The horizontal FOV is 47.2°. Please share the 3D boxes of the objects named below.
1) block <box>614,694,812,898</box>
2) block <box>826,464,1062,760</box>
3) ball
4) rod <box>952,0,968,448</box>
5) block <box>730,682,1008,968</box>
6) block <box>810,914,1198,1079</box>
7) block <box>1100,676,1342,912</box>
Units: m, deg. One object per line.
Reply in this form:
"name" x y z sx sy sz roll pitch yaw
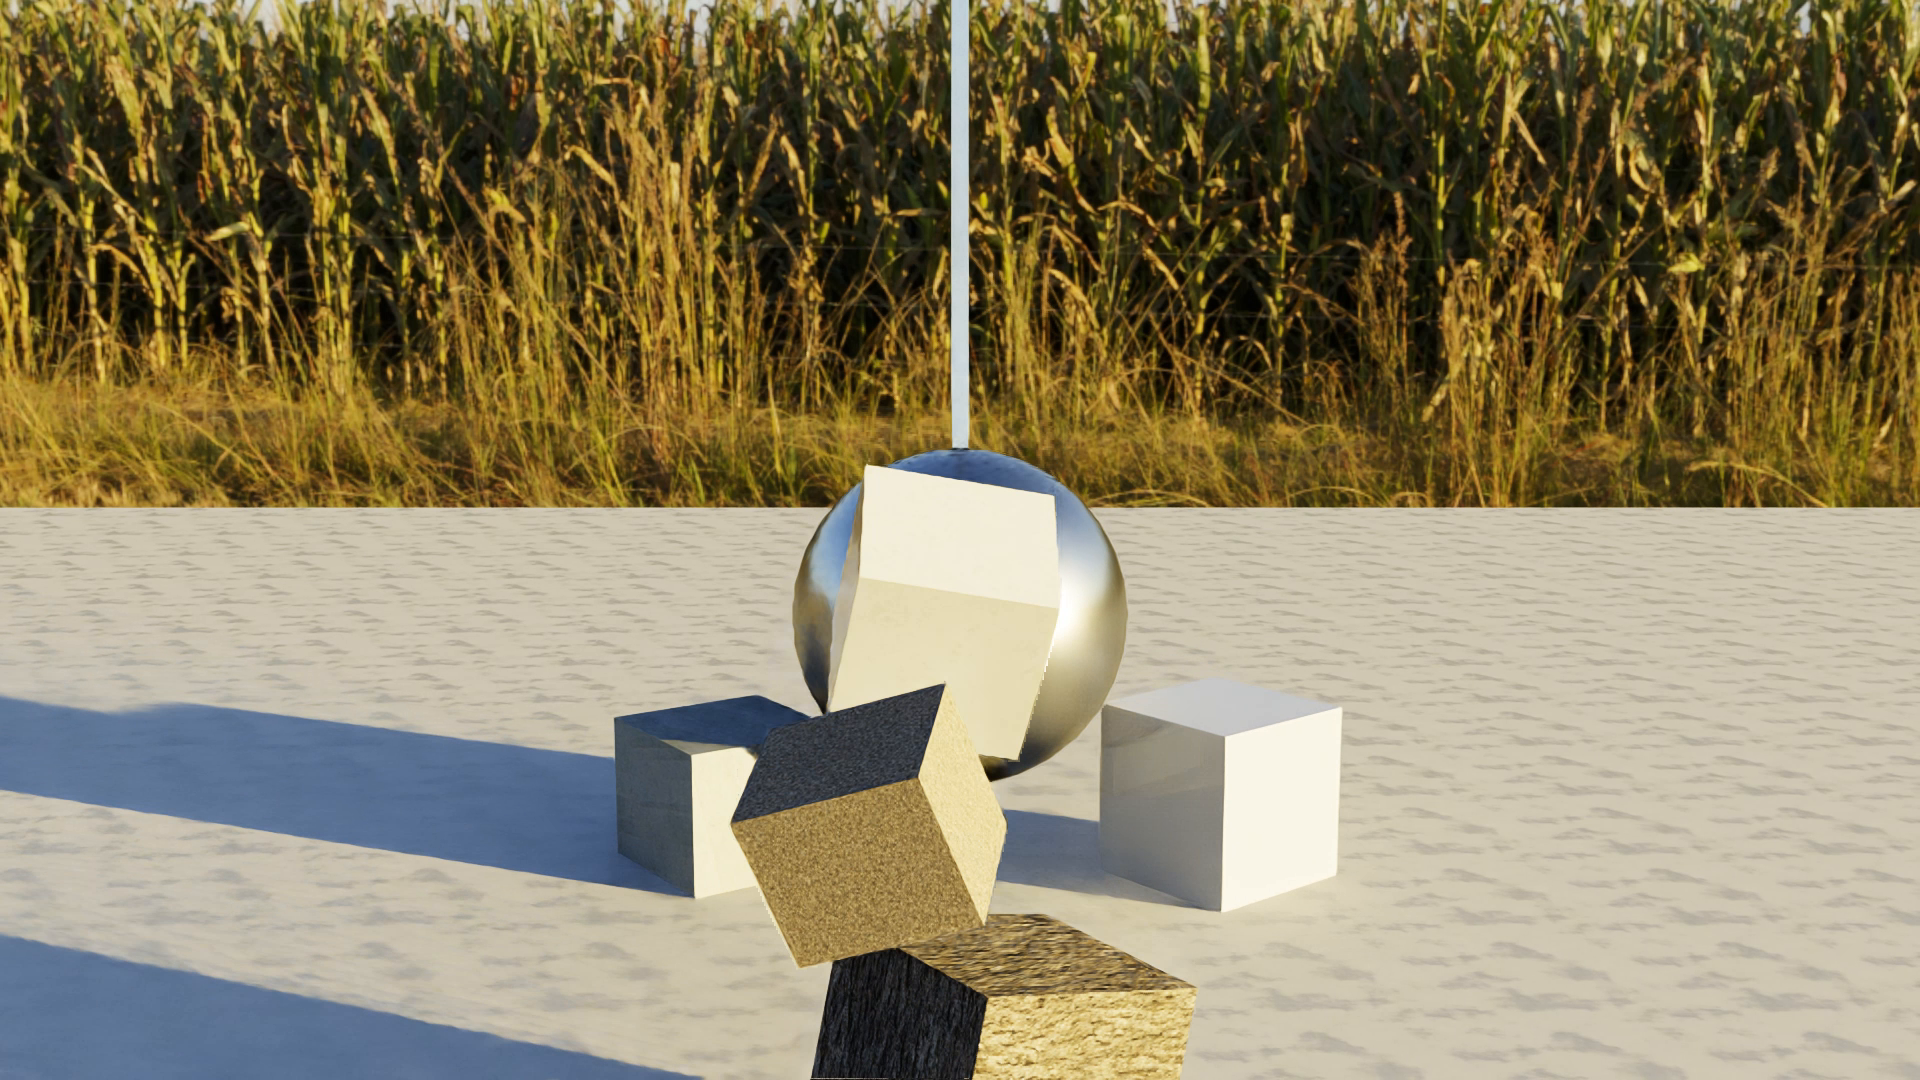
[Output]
"block" -1.142 1.238 10.808 0.809 0.696 0.827 -7 12 -34
"block" -0.069 0.265 8.119 0.716 0.718 0.688 9 36 -7
"ball" 0.000 0.362 10.475 1.600 1.600 1.600 0 10 0
"rod" 0.000 -3.033 10.295 0.080 5.200 0.080 0 3 0
"block" -0.267 0.876 6.775 0.610 0.546 0.545 -16 23 16
"block" 0.119 1.740 7.212 0.893 0.803 0.782 7 6 -39
"block" 1.249 1.203 10.607 0.813 0.838 0.808 -9 13 -40
